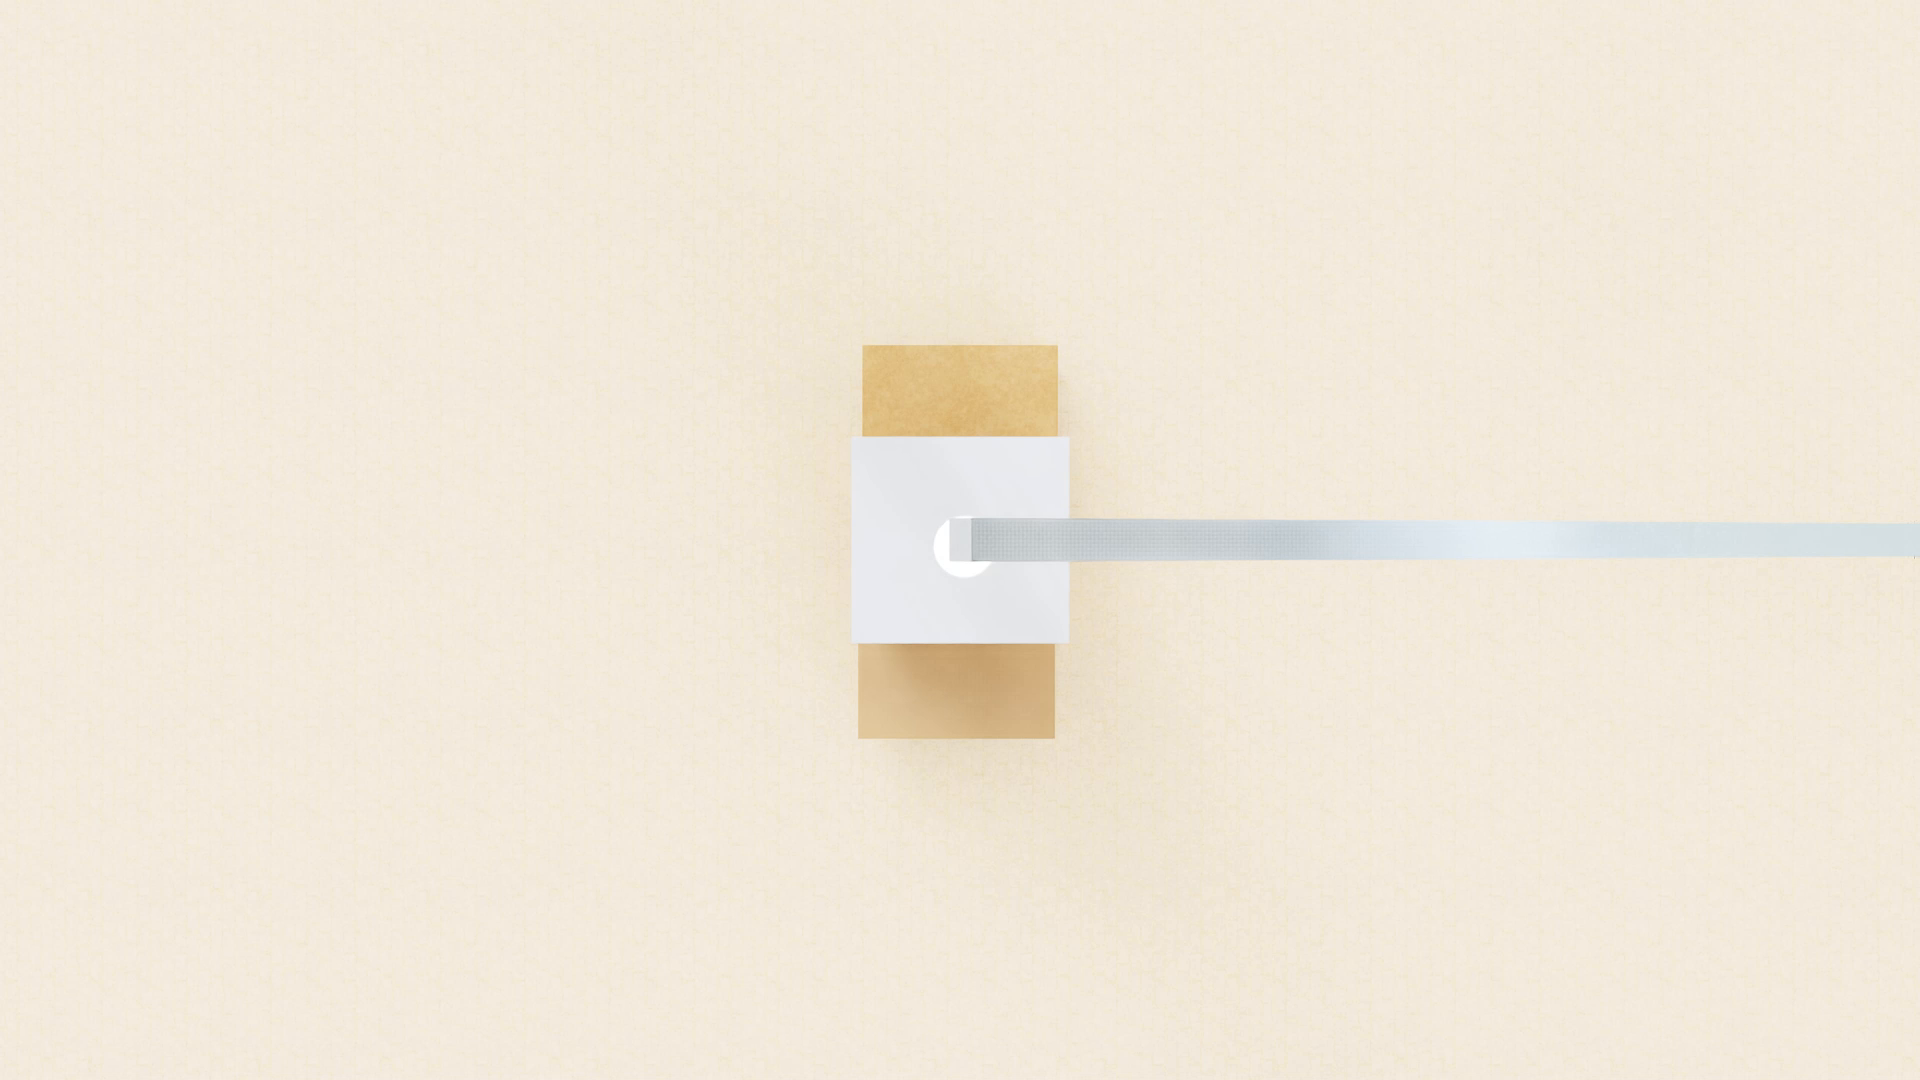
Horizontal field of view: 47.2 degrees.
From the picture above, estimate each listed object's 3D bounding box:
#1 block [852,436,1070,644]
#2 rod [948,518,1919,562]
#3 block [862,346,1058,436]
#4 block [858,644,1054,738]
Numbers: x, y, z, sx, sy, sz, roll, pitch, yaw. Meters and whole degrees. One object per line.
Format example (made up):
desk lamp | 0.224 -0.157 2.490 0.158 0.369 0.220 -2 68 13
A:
block | 0.001 0.000 8.358 0.792 0.751 0.749 0 90 0
rod | 2.234 0.000 5.320 5.200 0.080 0.080 0 90 -31
block | 0.001 -0.546 12.557 1.078 0.887 1.055 0 90 0
block | -0.019 0.532 12.434 1.062 1.131 1.082 0 90 0
